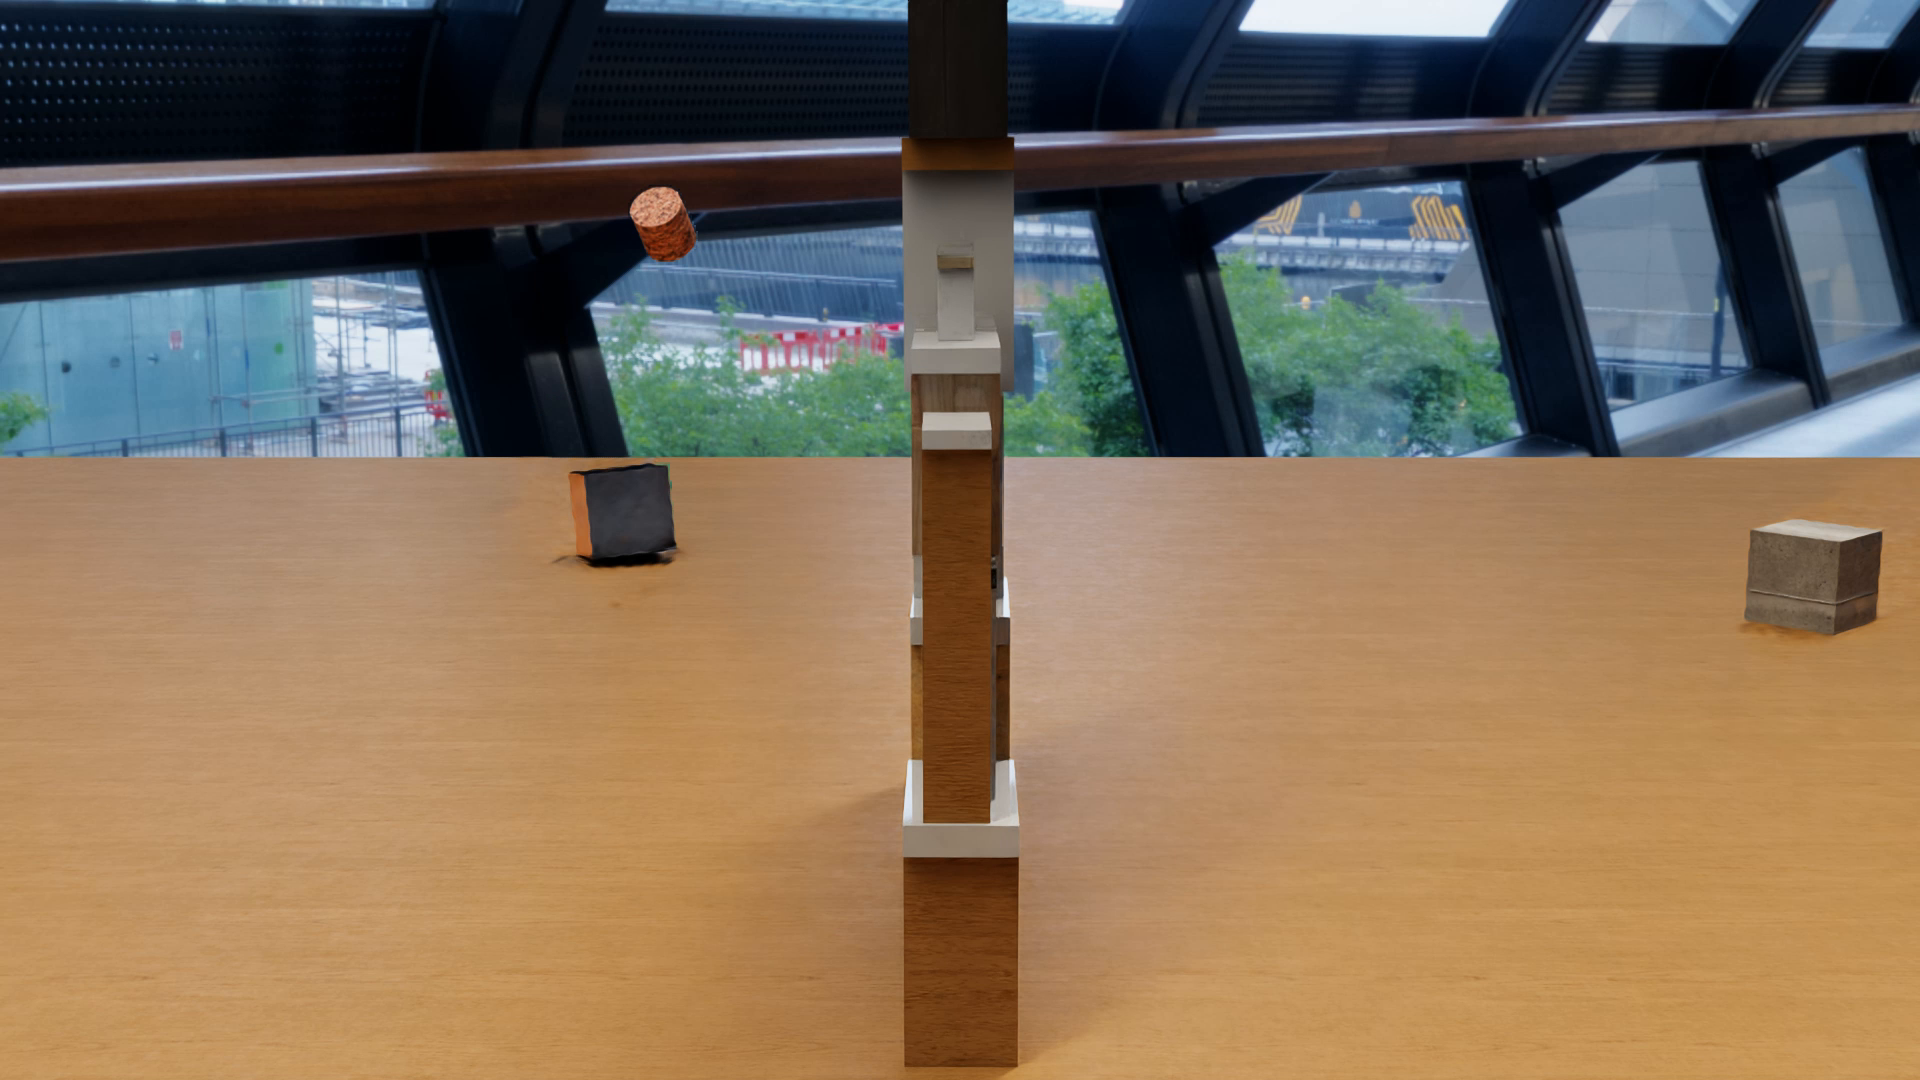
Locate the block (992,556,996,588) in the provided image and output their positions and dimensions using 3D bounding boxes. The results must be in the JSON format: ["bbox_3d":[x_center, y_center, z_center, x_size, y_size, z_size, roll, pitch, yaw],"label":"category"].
[{"bbox_3d":[0.002,0.035,3.029,0.092,0.026,0.184,0,11,-1],"label":"block"}]

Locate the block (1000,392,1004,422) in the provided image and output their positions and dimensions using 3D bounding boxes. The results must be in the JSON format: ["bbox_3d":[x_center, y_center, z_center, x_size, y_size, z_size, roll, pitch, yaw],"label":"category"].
[{"bbox_3d":[-0.003,-0.215,3.327,0.134,0.038,0.267,0,11,0],"label":"block"}]

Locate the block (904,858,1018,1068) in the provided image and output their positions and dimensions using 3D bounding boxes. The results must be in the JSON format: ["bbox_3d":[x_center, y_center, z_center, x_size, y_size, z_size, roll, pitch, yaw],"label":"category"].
[{"bbox_3d":[0.001,0.561,2.982,0.154,0.308,0.044,0,11,0],"label":"block"}]

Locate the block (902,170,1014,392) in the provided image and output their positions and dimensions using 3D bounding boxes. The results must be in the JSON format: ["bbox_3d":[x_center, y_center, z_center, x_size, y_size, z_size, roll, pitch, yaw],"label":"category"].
[{"bbox_3d":[-0.002,-0.382,3.237,0.162,0.323,0.046,0,11,0],"label":"block"}]

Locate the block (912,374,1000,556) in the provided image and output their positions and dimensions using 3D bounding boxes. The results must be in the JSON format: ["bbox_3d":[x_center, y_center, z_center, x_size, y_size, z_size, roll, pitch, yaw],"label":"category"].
[{"bbox_3d":[-0.006,-0.107,3.027,0.121,0.254,0.034,0,10,-1],"label":"block"}]

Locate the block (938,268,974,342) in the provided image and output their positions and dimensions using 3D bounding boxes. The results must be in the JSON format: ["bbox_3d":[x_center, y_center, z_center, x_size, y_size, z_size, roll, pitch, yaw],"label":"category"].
[{"bbox_3d":[-0.006,-0.327,3.053,0.050,0.101,0.014,0,10,0],"label":"block"}]

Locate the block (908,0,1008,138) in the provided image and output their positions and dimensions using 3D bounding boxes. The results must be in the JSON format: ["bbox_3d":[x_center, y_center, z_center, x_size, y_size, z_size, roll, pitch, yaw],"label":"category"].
[{"bbox_3d":[-0.003,-0.712,3.112,0.140,0.280,0.040,0,11,0],"label":"block"}]

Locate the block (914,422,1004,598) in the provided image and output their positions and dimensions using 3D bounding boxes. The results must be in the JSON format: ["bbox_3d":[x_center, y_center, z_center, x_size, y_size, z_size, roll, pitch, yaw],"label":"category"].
[{"bbox_3d":[-0.002,-0.048,3.267,0.134,0.267,0.038,0,10,0],"label":"block"}]

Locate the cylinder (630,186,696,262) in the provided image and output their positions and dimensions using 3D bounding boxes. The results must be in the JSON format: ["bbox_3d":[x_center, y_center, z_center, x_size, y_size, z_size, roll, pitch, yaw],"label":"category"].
[{"bbox_3d":[-0.798,-0.849,5.913,0.142,0.142,0.142,3,-33,14],"label":"cylinder"}]

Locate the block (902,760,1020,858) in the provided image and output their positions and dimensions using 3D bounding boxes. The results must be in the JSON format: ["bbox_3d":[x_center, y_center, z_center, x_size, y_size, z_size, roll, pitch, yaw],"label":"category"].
[{"bbox_3d":[0.001,0.370,3.051,0.154,0.044,0.308,0,11,0],"label":"block"}]

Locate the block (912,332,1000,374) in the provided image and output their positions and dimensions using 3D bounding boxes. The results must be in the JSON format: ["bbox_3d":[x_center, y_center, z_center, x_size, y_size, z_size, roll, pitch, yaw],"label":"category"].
[{"bbox_3d":[-0.006,-0.263,3.080,0.121,0.034,0.241,0,11,0],"label":"block"}]

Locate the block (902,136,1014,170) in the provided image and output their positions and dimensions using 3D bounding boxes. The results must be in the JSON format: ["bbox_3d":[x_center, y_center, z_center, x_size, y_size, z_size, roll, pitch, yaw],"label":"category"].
[{"bbox_3d":[-0.002,-0.583,3.308,0.162,0.046,0.323,0,10,0],"label":"block"}]

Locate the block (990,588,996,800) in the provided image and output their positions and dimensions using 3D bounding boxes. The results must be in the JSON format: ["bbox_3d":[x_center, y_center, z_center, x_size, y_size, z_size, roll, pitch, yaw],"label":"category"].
[{"bbox_3d":[0.003,0.206,2.996,0.092,0.298,0.026,0,10,0],"label":"block"}]

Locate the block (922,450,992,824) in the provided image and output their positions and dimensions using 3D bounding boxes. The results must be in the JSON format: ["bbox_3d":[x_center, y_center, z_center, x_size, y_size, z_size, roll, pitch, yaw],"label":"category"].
[{"bbox_3d":[-0.004,0.126,2.872,0.089,0.501,0.025,0,10,0],"label":"block"}]

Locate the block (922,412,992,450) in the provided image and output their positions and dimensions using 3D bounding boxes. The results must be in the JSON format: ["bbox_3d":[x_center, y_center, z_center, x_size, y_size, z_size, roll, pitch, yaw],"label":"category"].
[{"bbox_3d":[-0.005,-0.144,2.883,0.089,0.025,0.177,0,11,0],"label":"block"}]

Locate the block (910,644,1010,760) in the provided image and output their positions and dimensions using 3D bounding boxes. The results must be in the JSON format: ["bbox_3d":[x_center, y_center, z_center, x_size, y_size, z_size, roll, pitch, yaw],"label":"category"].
[{"bbox_3d":[0.001,0.295,3.226,0.143,0.311,0.041,0,10,0],"label":"block"}]

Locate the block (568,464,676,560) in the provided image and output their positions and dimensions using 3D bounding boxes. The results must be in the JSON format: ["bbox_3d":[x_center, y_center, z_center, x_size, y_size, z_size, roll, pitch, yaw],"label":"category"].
[{"bbox_3d":[-1.005,-0.088,6.533,0.247,0.247,0.247,-7,6,-20],"label":"block"}]

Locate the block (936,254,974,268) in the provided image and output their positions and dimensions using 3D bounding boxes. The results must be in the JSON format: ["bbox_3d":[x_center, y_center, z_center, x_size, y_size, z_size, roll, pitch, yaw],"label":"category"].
[{"bbox_3d":[-0.007,-0.390,3.076,0.050,0.014,0.101,-1,10,-1],"label":"block"}]

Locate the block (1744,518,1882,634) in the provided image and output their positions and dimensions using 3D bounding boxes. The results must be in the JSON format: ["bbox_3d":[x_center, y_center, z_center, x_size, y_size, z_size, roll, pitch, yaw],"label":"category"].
[{"bbox_3d":[2.211,0.092,5.698,0.239,0.239,0.239,-10,14,-42],"label":"block"}]

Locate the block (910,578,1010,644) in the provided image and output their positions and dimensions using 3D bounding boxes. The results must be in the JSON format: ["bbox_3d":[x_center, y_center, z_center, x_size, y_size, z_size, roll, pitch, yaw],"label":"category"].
[{"bbox_3d":[0.001,0.104,3.288,0.143,0.041,0.286,0,10,0],"label":"block"}]
